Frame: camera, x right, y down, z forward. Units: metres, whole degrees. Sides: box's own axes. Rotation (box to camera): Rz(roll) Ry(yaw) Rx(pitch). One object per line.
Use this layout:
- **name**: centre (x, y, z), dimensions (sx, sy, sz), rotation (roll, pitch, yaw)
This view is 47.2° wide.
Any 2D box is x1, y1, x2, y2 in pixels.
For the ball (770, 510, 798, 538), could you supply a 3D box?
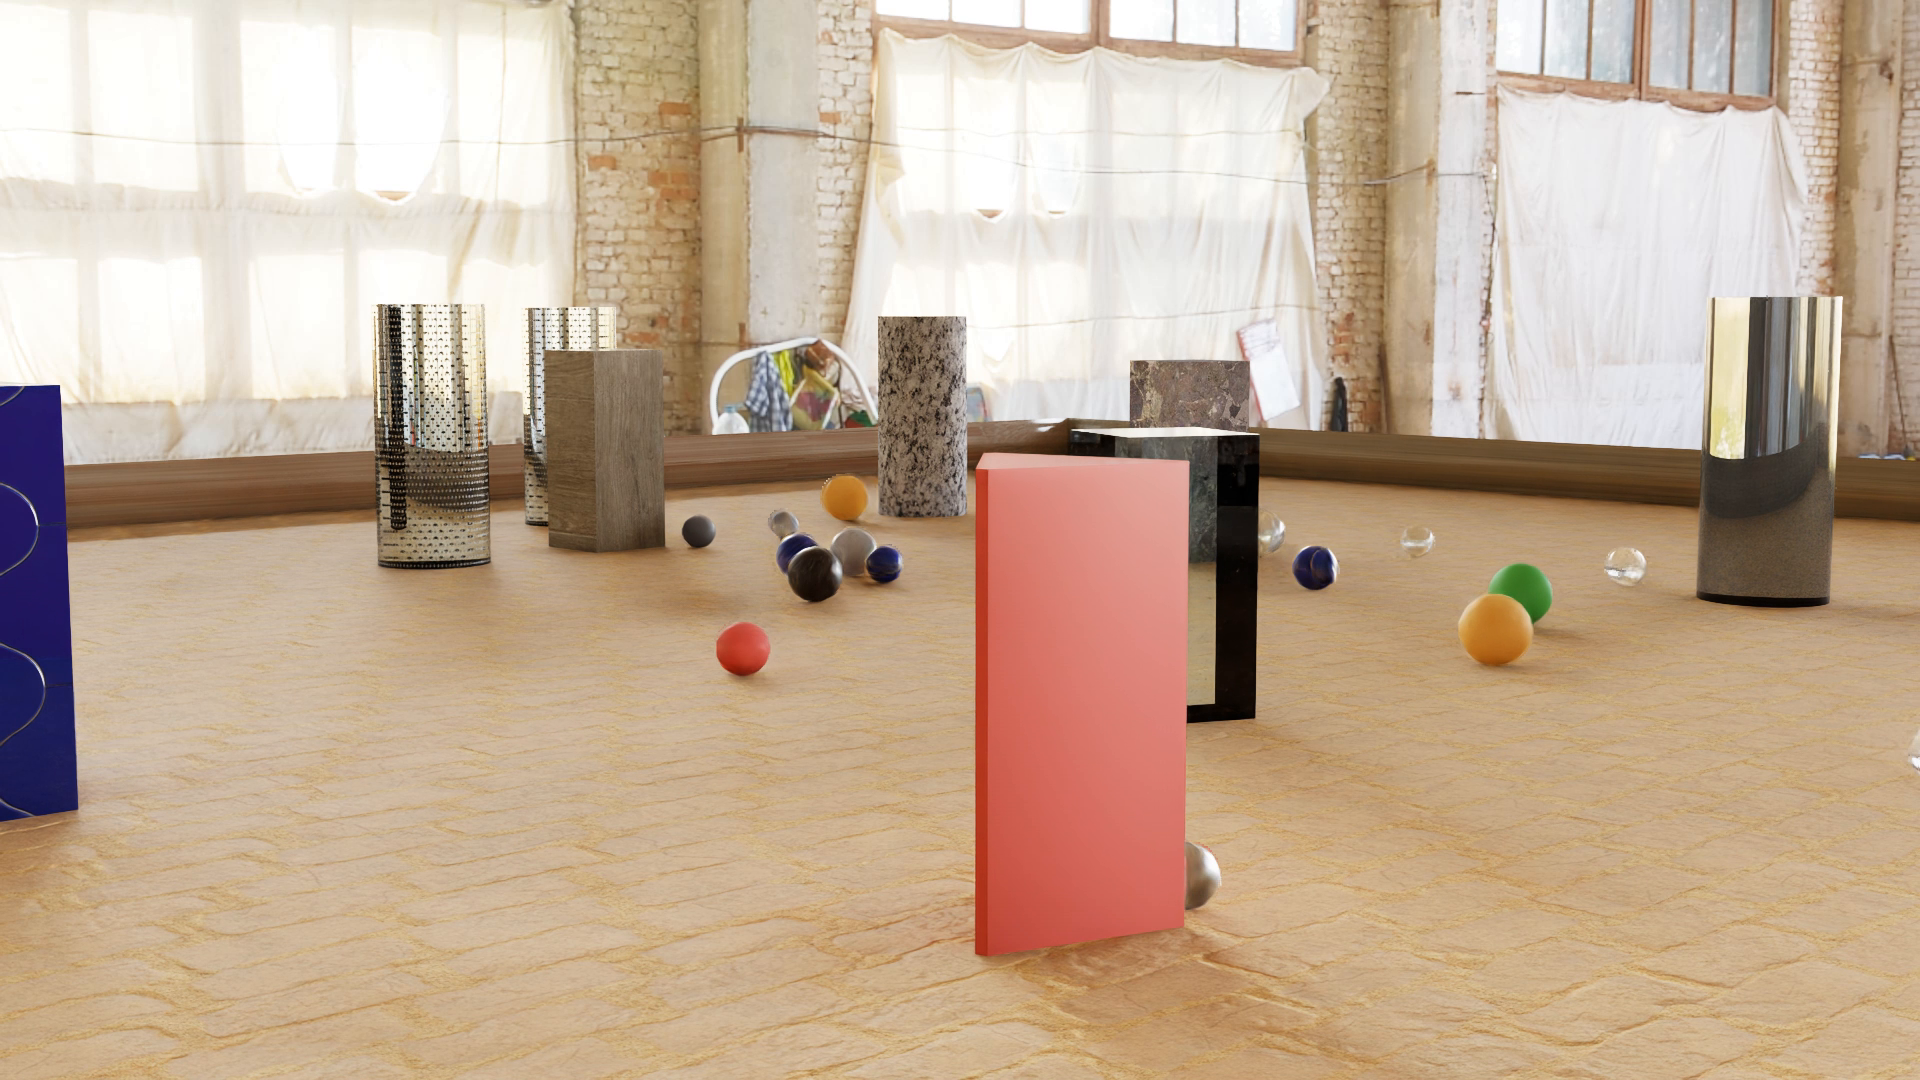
- **ball**: centre (-0.341, -0.030, 4.281), dimensions (0.054, 0.054, 0.054), rotation (0, 6, 0)

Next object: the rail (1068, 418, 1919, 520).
- **rail**: centre (1.722, -0.133, 4.912), dimensions (0.045, 0.126, 4.199), rotation (-5, 8, -42)

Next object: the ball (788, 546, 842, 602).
- **ball**: centre (-0.221, 0.052, 3.356), dimensions (0.085, 0.085, 0.085), rotation (0, 6, 0)

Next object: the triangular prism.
- **triangular prism**: centre (0.055, 0.109, 1.605), dimensions (0.168, 0.337, 0.146), rotation (-3, 7, -27)

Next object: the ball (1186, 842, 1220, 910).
- **ball**: centre (0.169, 0.250, 1.638), dimensions (0.049, 0.049, 0.049), rotation (0, 6, 0)

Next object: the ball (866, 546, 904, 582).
- **ball**: centre (-0.123, 0.040, 3.589), dimensions (0.061, 0.061, 0.061), rotation (0, 6, 0)

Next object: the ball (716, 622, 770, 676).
- **ball**: centre (-0.265, 0.132, 2.680), dimensions (0.066, 0.066, 0.066), rotation (0, 6, 0)

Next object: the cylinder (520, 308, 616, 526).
- **cylinder**: centre (-0.813, -0.260, 4.584), dimensions (0.194, 0.449, 0.194), rotation (0, 6, 0)

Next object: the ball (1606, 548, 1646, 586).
- **ball**: centre (1.075, 0.043, 3.546), dimensions (0.062, 0.062, 0.062), rotation (0, 6, 0)

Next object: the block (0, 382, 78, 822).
- **block**: centre (-0.897, 0.052, 1.946), dimensions (0.155, 0.379, 0.155), rotation (-6, 8, -44)

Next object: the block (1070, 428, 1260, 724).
- **block**: centre (0.223, 0.036, 2.431), dimensions (0.155, 0.310, 0.155), rotation (-2, 6, -20)

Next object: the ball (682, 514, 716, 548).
- **ball**: centre (-0.488, -0.017, 4.119), dimensions (0.063, 0.063, 0.063), rotation (0, 6, 0)

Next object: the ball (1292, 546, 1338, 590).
- **ball**: centre (0.564, 0.044, 3.494), dimensions (0.072, 0.072, 0.072), rotation (0, 6, 0)

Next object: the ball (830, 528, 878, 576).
- **ball**: centre (-0.178, 0.020, 3.678), dimensions (0.081, 0.081, 0.081), rotation (0, 6, 0)

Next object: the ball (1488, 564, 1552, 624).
- **ball**: centre (0.788, 0.077, 3.096), dimensions (0.089, 0.089, 0.089), rotation (0, 6, 0)

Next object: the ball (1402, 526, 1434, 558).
- **ball**: centre (0.823, 0.003, 3.953), dimensions (0.058, 0.058, 0.058), rotation (0, 6, 0)

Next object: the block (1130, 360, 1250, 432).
- **block**: centre (0.416, -0.150, 4.007), dimensions (0.155, 0.352, 0.155), rotation (-3, 7, -29)

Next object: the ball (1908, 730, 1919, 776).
- **ball**: centre (0.922, 0.200, 2.064), dimensions (0.059, 0.059, 0.059), rotation (0, 6, 0)

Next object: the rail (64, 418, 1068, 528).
- **rail**: centre (-1.408, -0.126, 4.849), dimensions (4.734, 0.126, 0.045), rotation (-5, 8, -42)

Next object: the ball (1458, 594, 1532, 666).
- **ball**: centre (0.671, 0.112, 2.760), dimensions (0.090, 0.090, 0.090), rotation (0, 6, 0)

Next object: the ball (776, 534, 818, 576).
- **ball**: centre (-0.267, 0.027, 3.640), dimensions (0.075, 0.075, 0.075), rotation (0, 6, 0)

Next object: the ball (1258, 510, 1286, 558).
- **ball**: centre (0.541, -0.011, 3.954), dimensions (0.086, 0.086, 0.086), rotation (0, 6, 0)

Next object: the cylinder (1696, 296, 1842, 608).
- **cylinder**: centre (1.237, -0.139, 3.367), dimensions (0.194, 0.463, 0.194), rotation (0, 6, 0)

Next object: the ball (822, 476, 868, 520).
- **ball**: centre (-0.241, -0.088, 4.641), dimensions (0.096, 0.096, 0.096), rotation (0, 6, 0)

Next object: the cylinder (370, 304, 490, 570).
- **cylinder**: centre (-0.925, -0.185, 3.849), dimensions (0.194, 0.454, 0.194), rotation (0, 6, 0)

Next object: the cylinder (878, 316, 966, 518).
- **cylinder**: centre (-0.082, -0.272, 4.792), dimensions (0.194, 0.430, 0.194), rotation (0, 6, 0)

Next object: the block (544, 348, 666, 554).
- **block**: centre (-0.665, -0.171, 4.121), dimensions (0.155, 0.369, 0.155), rotation (-6, 8, -44)
